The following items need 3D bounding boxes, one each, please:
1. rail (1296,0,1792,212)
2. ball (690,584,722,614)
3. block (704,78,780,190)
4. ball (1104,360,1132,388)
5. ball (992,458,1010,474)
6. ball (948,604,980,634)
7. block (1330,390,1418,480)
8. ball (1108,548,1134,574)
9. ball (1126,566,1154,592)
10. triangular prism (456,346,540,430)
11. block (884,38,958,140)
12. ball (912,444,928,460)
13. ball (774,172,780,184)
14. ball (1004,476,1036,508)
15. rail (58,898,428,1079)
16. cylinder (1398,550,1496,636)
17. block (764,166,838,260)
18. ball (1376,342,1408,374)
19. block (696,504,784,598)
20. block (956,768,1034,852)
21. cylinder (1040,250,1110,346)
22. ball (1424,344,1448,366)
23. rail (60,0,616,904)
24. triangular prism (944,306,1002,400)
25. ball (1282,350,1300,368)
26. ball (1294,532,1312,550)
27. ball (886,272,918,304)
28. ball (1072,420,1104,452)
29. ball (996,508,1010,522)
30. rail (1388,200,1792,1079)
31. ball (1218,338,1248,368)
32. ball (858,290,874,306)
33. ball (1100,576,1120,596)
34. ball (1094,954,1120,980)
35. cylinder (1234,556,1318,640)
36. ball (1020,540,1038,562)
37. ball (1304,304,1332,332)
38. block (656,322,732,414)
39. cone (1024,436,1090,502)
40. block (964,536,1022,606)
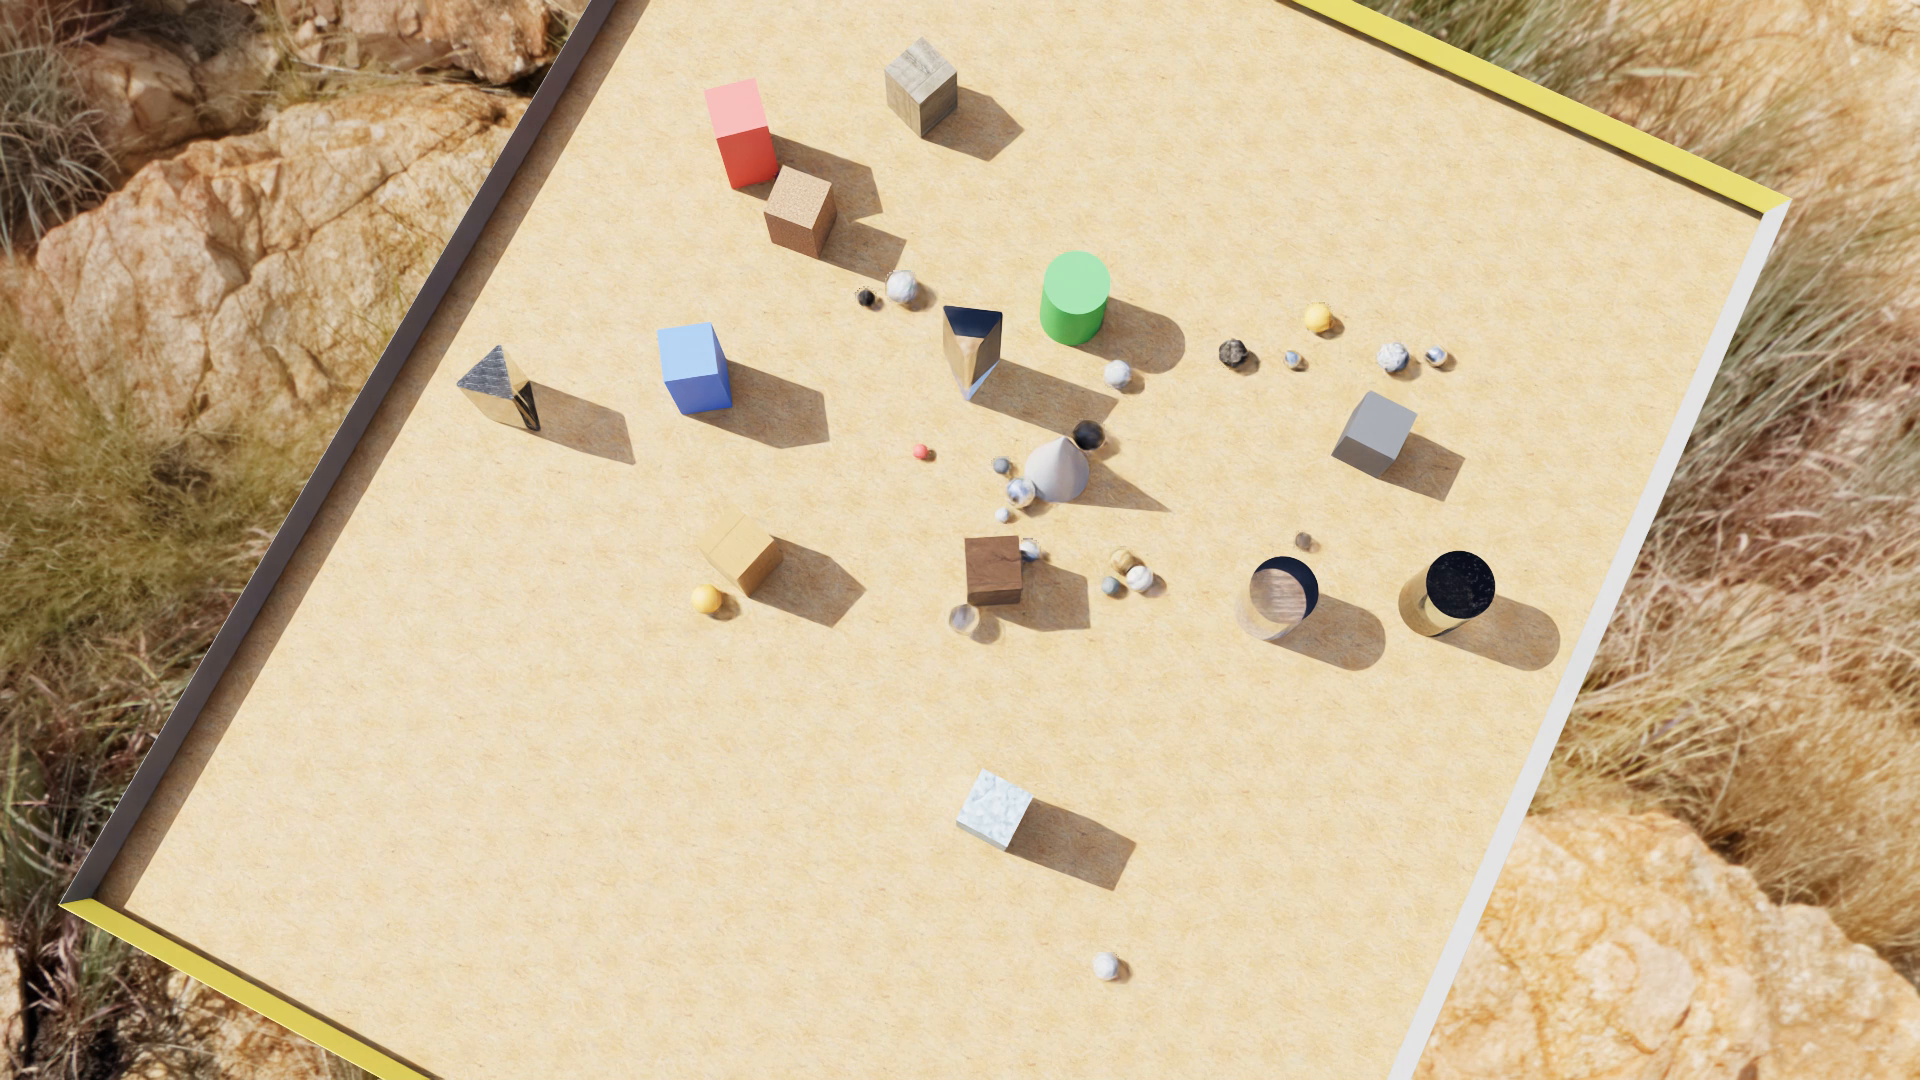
[{"bbox_3d":[0.939,-1.832,5.929,3.672,0.130,0.045,26,80,5],"label":"rail"},{"bbox_3d":[-0.766,0.178,5.533,0.092,0.092,0.092,0,78,0],"label":"ball"},{"bbox_3d":[-0.672,-1.254,5.677,0.160,0.391,0.160,-15,79,-3],"label":"block"},{"bbox_3d":[0.489,-0.515,5.680,0.085,0.085,0.085,0,78,0],"label":"ball"},{"bbox_3d":[0.128,-0.228,5.636,0.054,0.054,0.054,0,78,0],"label":"ball"},{"bbox_3d":[0.012,0.237,5.505,0.094,0.094,0.094,0,78,0],"label":"ball"},{"bbox_3d":[1.254,-0.318,5.560,0.160,0.240,0.160,28,80,5],"label":"block"},{"bbox_3d":[0.490,0.064,5.566,0.075,0.075,0.075,0,78,0],"label":"ball"},{"bbox_3d":[0.546,0.117,5.551,0.081,0.081,0.081,0,78,0],"label":"ball"},{"bbox_3d":[-1.368,-0.467,5.533,0.173,0.353,0.150,15,79,3],"label":"triangular prism"},{"bbox_3d":[-0.121,-1.424,5.780,0.160,0.258,0.160,-43,81,-8],"label":"block"},{"bbox_3d":[-0.123,-0.274,5.648,0.049,0.049,0.049,0,78,0],"label":"ball"},{"bbox_3d":[-0.548,-1.136,5.810,0.082,0.082,0.082,0,78,0],"label":"ball"},{"bbox_3d":[0.182,-0.147,5.598,0.096,0.096,0.096,0,78,0],"label":"ball"},{"bbox_3d":[-0.939,1.846,5.167,3.672,0.130,0.045,26,80,5],"label":"rail"},{"bbox_3d":[1.433,0.162,5.410,0.200,0.339,0.200,0,78,0],"label":"cylinder"},{"bbox_3d":[-0.494,-1.014,5.691,0.160,0.265,0.160,21,79,4],"label":"block"},{"bbox_3d":[1.343,-0.566,5.685,0.096,0.096,0.096,0,78,0],"label":"ball"},{"bbox_3d":[-0.652,0.036,5.454,0.160,0.304,0.160,41,81,8],"label":"block"},{"bbox_3d":[0.096,0.779,5.261,0.160,0.380,0.160,27,80,5],"label":"block"},{"bbox_3d":[0.350,-0.738,5.614,0.200,0.305,0.200,0,78,0],"label":"cylinder"},{"bbox_3d":[1.480,-0.574,5.700,0.069,0.069,0.069,0,78,0],"label":"ball"},{"bbox_3d":[-1.621,-0.787,5.712,0.045,0.130,4.247,26,80,5],"label":"rail"},{"bbox_3d":[0.012,-0.589,5.515,0.150,0.438,0.173,36,81,7],"label":"triangular prism"},{"bbox_3d":[1.033,-0.565,5.705,0.056,0.056,0.056,0,78,0],"label":"ball"},{"bbox_3d":[1.047,0.003,5.589,0.054,0.054,0.054,0,78,0],"label":"ball"},{"bbox_3d":[-0.181,-0.790,5.729,0.100,0.100,0.100,0,78,0],"label":"ball"},{"bbox_3d":[0.396,-0.322,5.633,0.098,0.098,0.098,0,78,0],"label":"ball"},{"bbox_3d":[0.131,-0.077,5.611,0.043,0.043,0.043,0,78,0],"label":"ball"},{"bbox_3d":[1.621,0.801,5.384,0.045,0.130,4.247,26,80,5],"label":"rail"},{"bbox_3d":[0.847,-0.580,5.692,0.088,0.088,0.088,0,78,0],"label":"ball"},{"bbox_3d":[-0.294,-0.759,5.746,0.054,0.054,0.054,0,78,0],"label":"ball"},{"bbox_3d":[0.456,0.140,5.559,0.057,0.057,0.057,0,78,0],"label":"ball"},{"bbox_3d":[0.425,1.240,5.321,0.076,0.076,0.076,0,78,0],"label":"ball"},{"bbox_3d":[0.933,0.175,5.424,0.200,0.306,0.200,0,78,0],"label":"cylinder"},{"bbox_3d":[0.206,0.036,5.575,0.067,0.067,0.067,0,78,0],"label":"ball"},{"bbox_3d":[1.116,-0.691,5.716,0.086,0.086,0.086,0,78,0],"label":"ball"},{"bbox_3d":[-0.798,-0.515,5.539,0.160,0.360,0.160,-9,78,-2],"label":"block"},{"bbox_3d":[0.300,-0.255,5.450,0.200,0.430,0.200,0,78,0],"label":"cone"},{"bbox_3d":[0.097,0.094,5.467,0.160,0.255,0.160,-3,78,-1],"label":"block"}]
